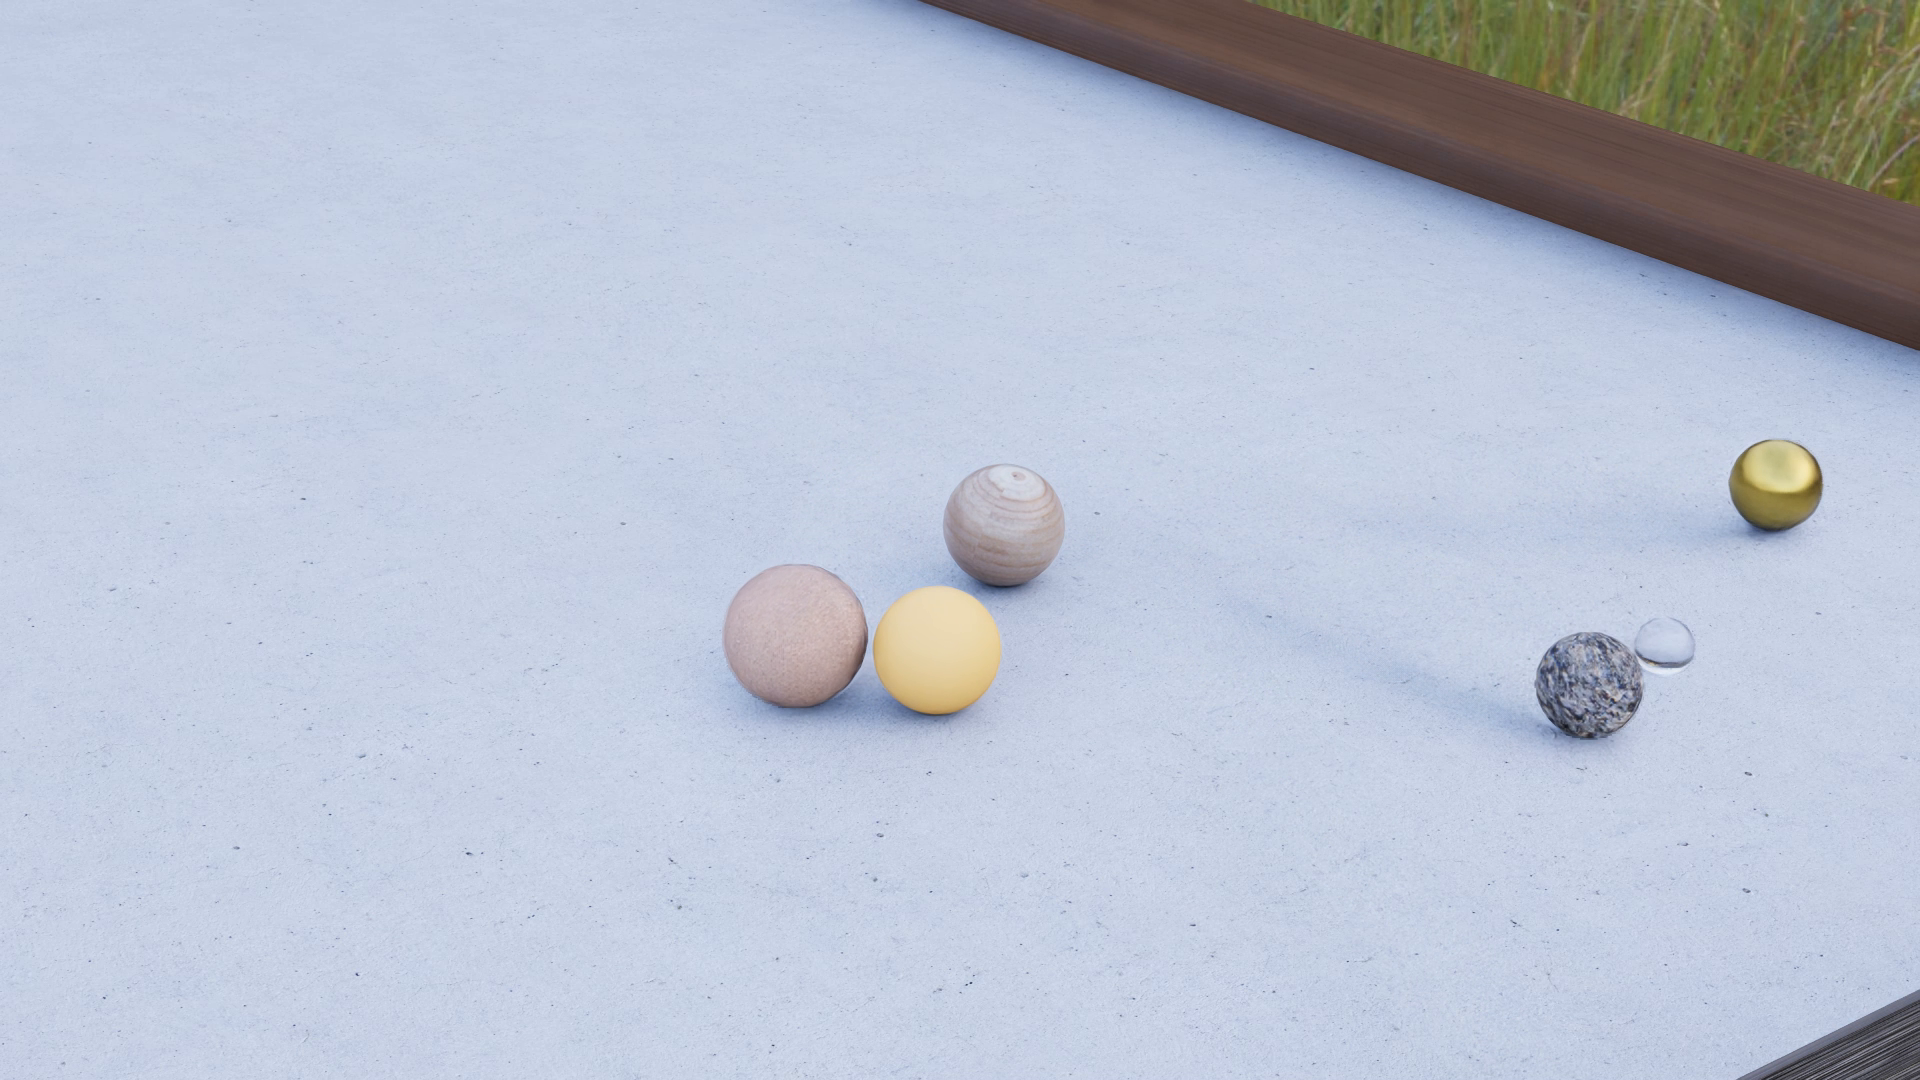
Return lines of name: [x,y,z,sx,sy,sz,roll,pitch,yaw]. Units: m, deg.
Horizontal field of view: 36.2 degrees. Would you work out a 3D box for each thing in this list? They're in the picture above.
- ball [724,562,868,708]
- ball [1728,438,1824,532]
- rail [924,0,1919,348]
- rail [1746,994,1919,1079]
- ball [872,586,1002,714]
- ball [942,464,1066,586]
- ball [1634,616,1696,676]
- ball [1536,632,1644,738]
ball: [-0.113,0.066,2.034,0.100,0.100,0.100,0,24,0]
ball: [0.641,-0.043,2.309,0.072,0.072,0.072,0,24,0]
rail: [0.287,-0.559,3.384,0.045,0.130,3.594,-16,29,-32]
rail: [0.505,0.269,1.543,2.021,0.130,0.045,-16,29,-32]
ball: [-0.016,0.076,2.024,0.089,0.089,0.089,0,24,0]
ball: [0.033,-0.011,2.214,0.092,0.092,0.092,0,24,0]
ball: [0.499,0.075,2.082,0.042,0.042,0.042,0,24,0]
ball: [0.427,0.098,1.995,0.072,0.072,0.072,0,24,0]
